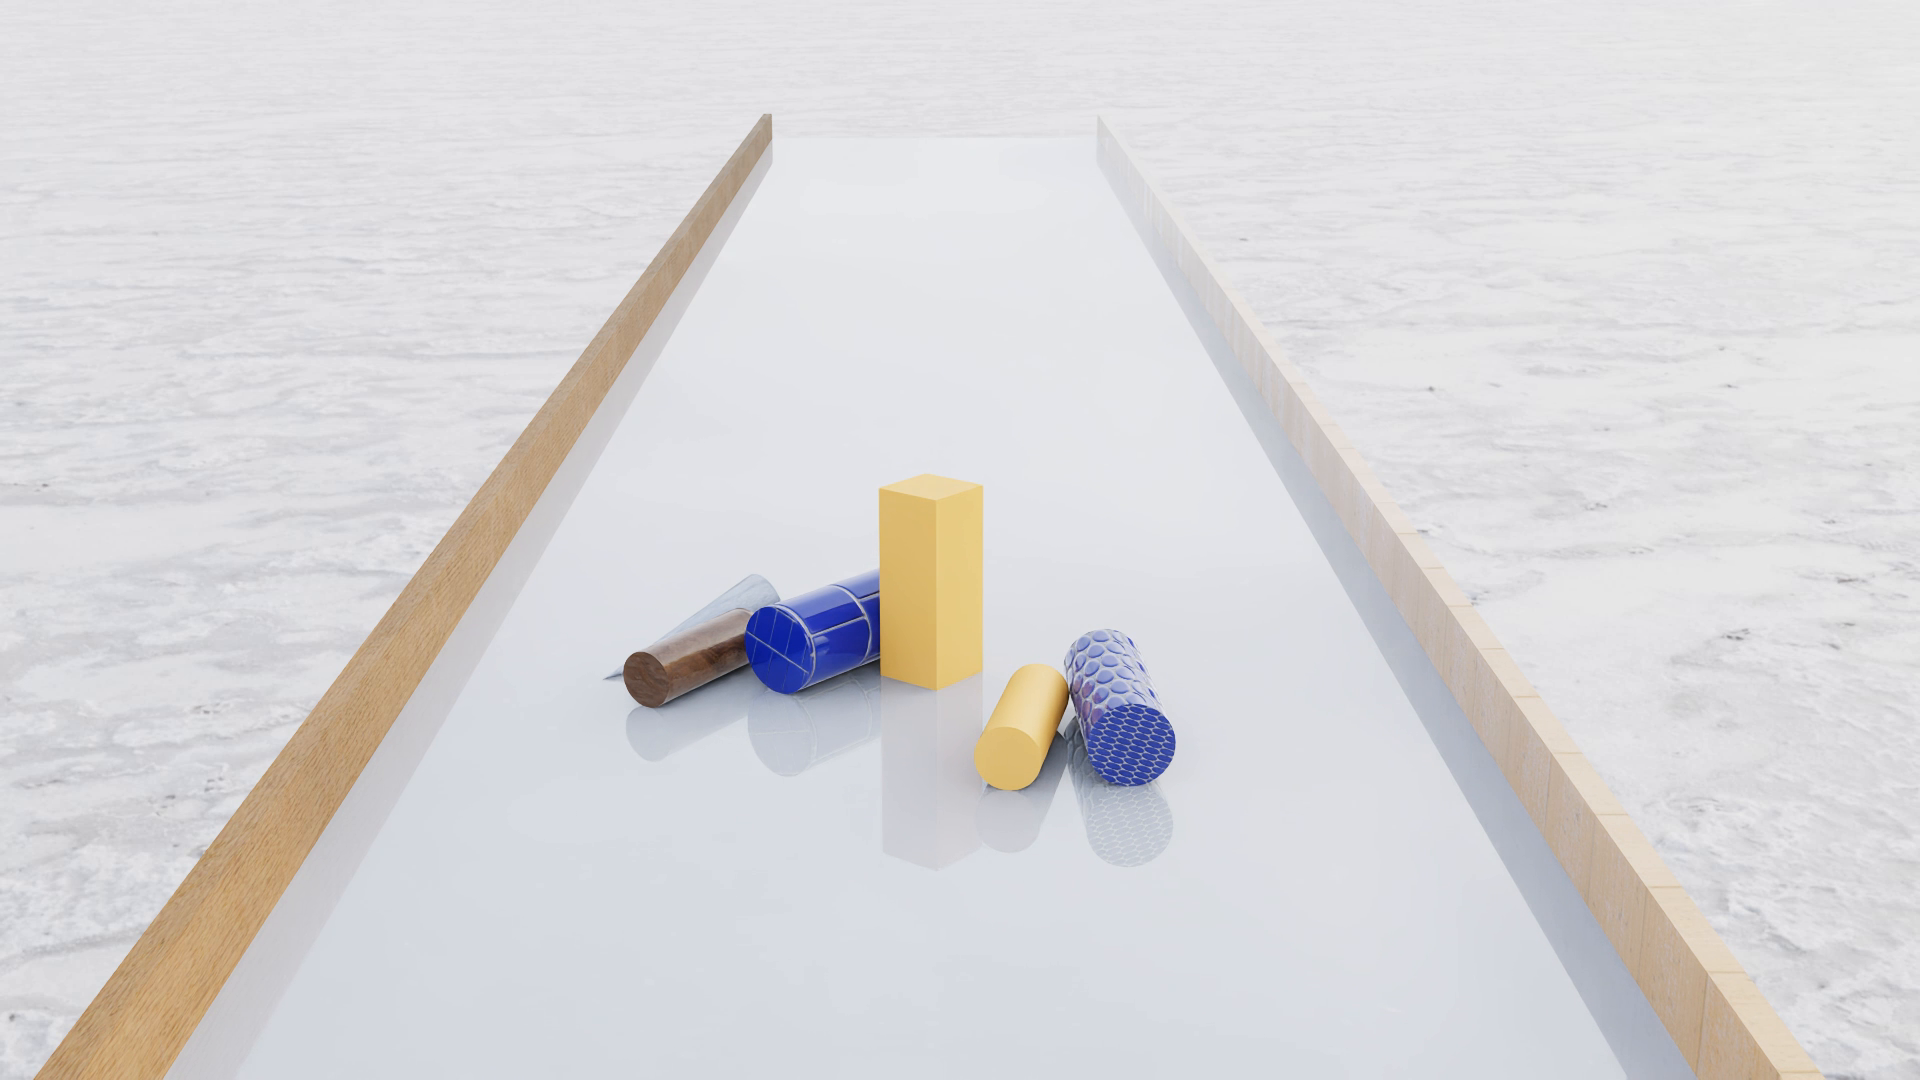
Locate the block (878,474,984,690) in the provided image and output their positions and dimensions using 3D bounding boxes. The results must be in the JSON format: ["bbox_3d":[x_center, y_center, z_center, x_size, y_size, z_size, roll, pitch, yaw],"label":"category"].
[{"bbox_3d":[-0.056,0.080,4.290,0.143,0.382,0.143,13,21,37],"label":"block"}]

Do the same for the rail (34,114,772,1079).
[{"bbox_3d":[-1.118,-0.838,7.780,0.050,0.150,12.000,0,17,-1],"label":"rail"}]

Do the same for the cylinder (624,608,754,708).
[{"bbox_3d":[-0.512,0.226,4.274,0.110,0.110,0.308,10,19,30],"label":"cylinder"}]

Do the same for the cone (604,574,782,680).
[{"bbox_3d":[-0.554,0.204,4.424,0.408,0.135,0.135,-25,29,-36],"label":"cone"}]

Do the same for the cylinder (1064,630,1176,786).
[{"bbox_3d":[0.283,0.296,3.963,0.153,0.153,0.395,-1,17,-3],"label":"cylinder"}]

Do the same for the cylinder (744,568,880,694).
[{"bbox_3d":[-0.245,0.175,4.337,0.173,0.173,0.331,13,21,37],"label":"cylinder"}]

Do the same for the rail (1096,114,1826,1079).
[{"bbox_3d":[0.932,-0.844,7.801,0.050,0.150,12.000,0,17,-1],"label":"rail"}]

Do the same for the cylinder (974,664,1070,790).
[{"bbox_3d":[0.113,0.329,3.916,0.117,0.117,0.325,3,17,11],"label":"cylinder"}]
